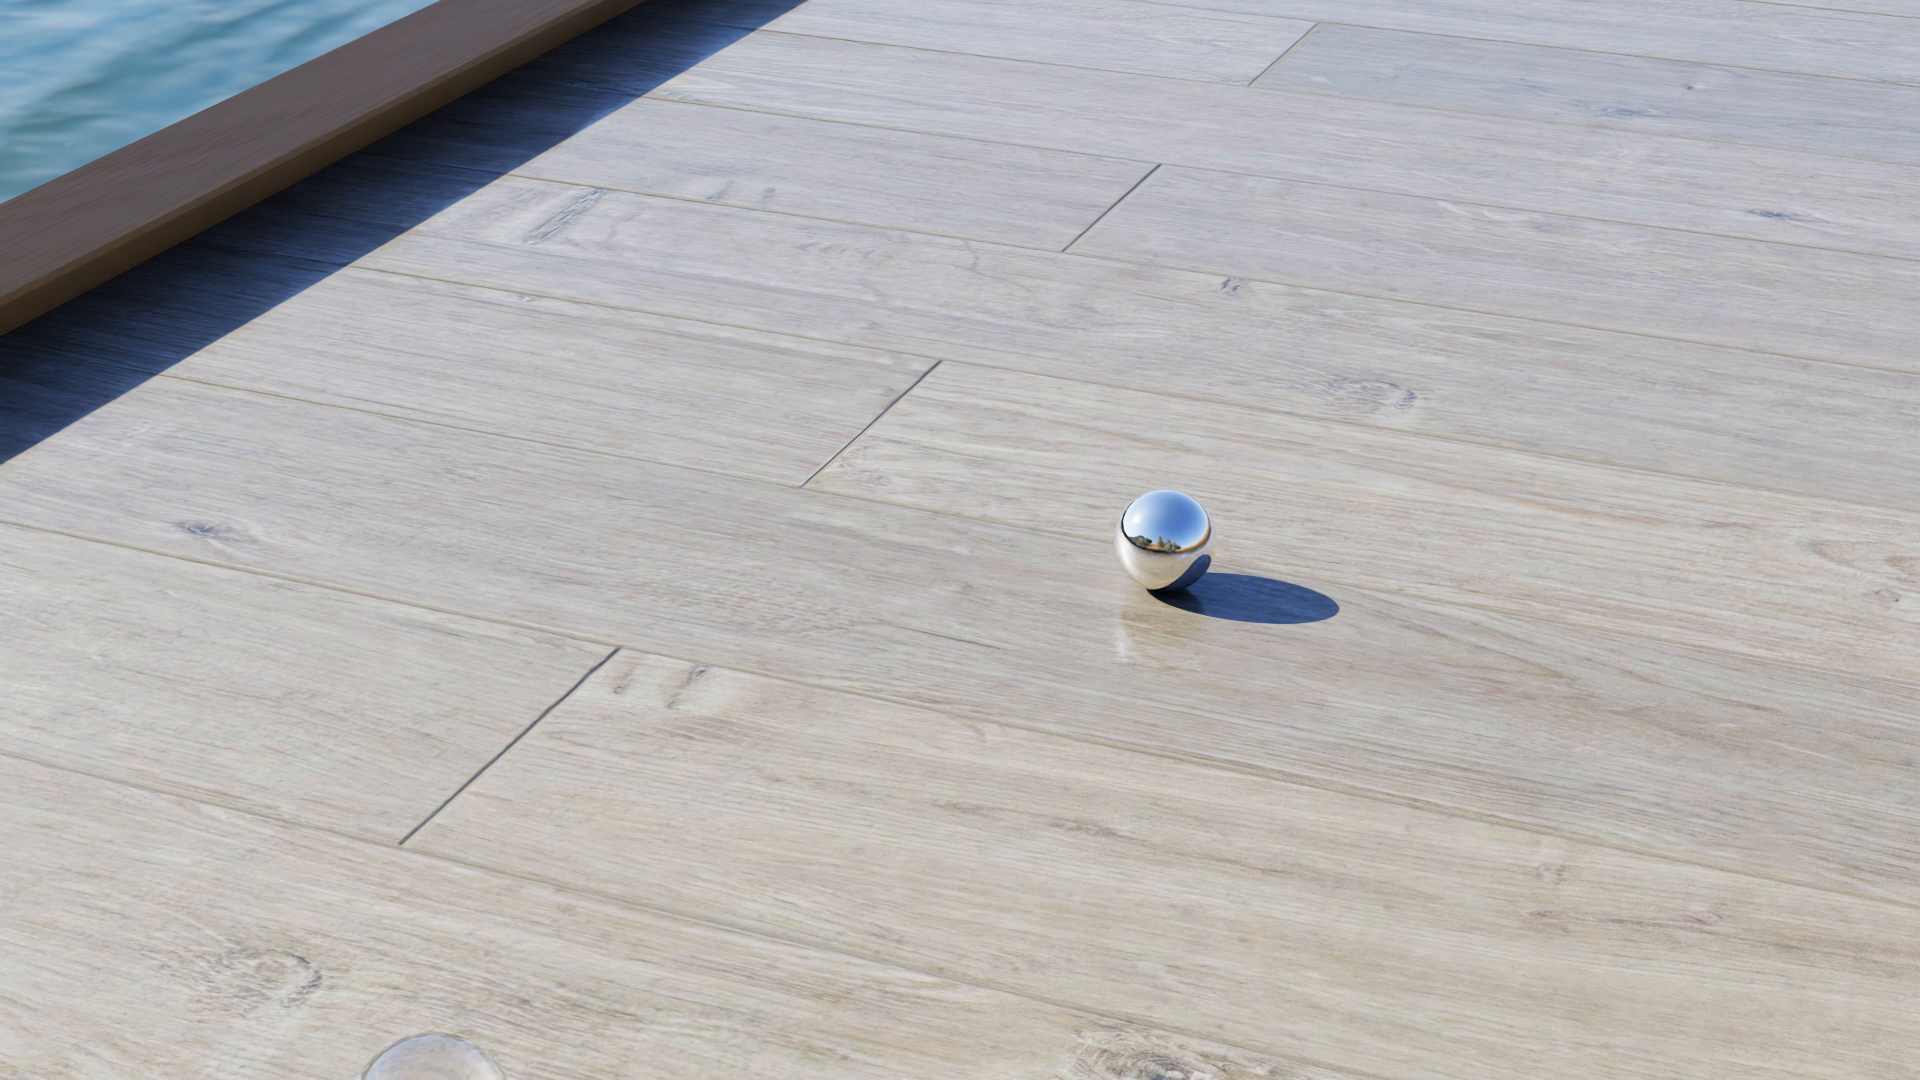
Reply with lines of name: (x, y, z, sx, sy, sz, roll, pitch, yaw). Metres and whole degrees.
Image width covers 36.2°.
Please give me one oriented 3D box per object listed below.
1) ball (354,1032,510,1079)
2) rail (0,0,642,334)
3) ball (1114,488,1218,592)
ball: (-0.233, 0.255, 1.297, 0.075, 0.075, 0.075, 0, 26, 0)
rail: (-0.454, -0.463, 2.766, 0.045, 0.097, 3.133, 10, 27, 20)
ball: (0.128, 0.000, 1.840, 0.065, 0.065, 0.065, 0, 26, 0)
